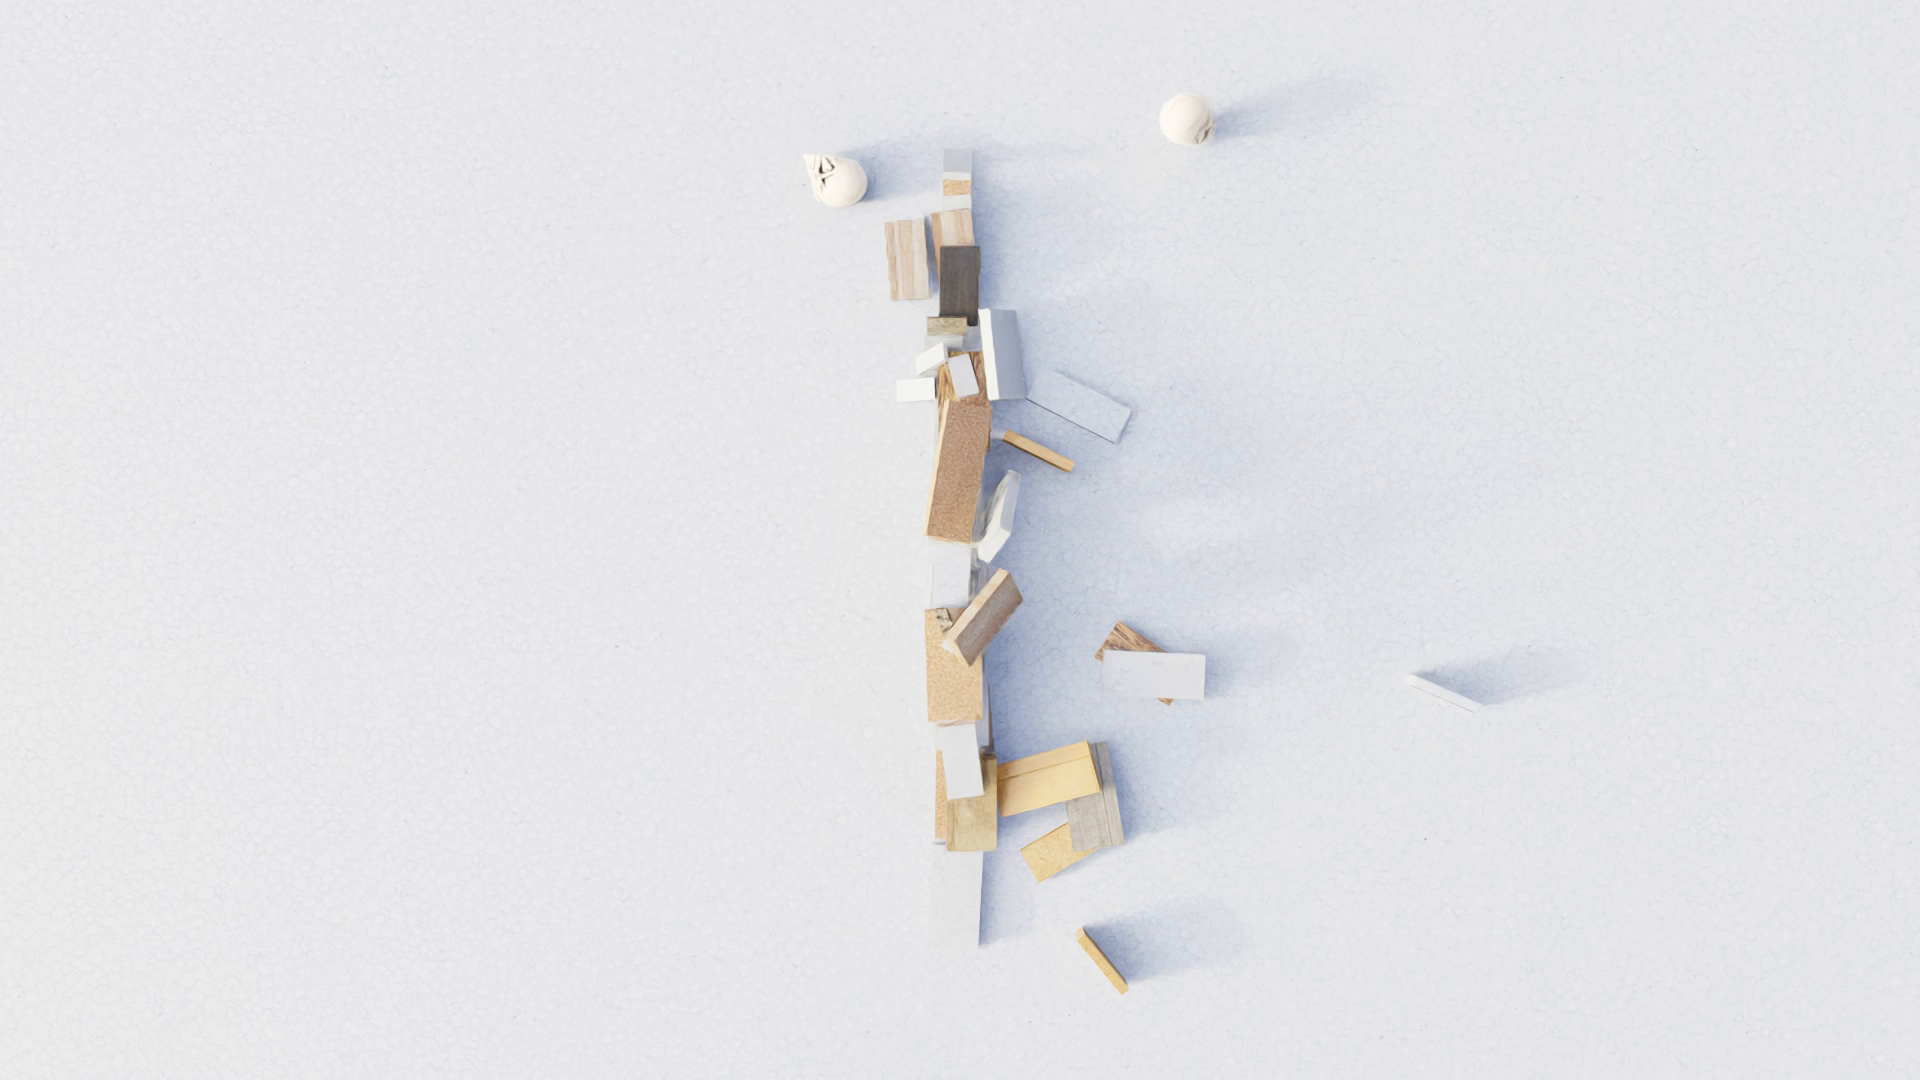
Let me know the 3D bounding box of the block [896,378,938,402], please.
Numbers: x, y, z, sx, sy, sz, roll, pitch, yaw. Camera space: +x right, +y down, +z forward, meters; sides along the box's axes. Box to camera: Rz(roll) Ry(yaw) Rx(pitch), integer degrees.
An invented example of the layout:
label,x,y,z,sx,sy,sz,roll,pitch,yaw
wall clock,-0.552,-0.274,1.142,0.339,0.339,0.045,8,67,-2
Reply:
label,x,y,z,sx,sy,sz,roll,pitch,yaw
block,-0.143,-0.497,5.458,0.142,0.020,0.071,-2,90,28

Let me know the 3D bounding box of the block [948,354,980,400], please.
label,x,y,z,sx,sy,sz,roll,pitch,yaw
block,0.011,-0.535,5.402,0.071,0.020,0.142,-13,73,-5

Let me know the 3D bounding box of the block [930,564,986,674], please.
label,x,y,z,sx,sy,sz,roll,pitch,yaw
block,-0.006,0.260,5.425,0.179,0.051,0.357,1,74,1

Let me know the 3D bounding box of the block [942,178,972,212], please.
label,x,y,z,sx,sy,sz,roll,pitch,yaw
block,-0.011,-1.113,5.487,0.094,0.027,0.187,1,90,0

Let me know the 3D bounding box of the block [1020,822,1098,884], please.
label,x,y,z,sx,sy,sz,roll,pitch,yaw
block,0.336,1.024,5.483,0.245,0.035,0.122,-30,90,0

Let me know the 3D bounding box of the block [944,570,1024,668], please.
label,x,y,z,sx,sy,sz,roll,pitch,yaw
block,0.078,0.249,5.238,0.042,0.147,0.294,22,62,38

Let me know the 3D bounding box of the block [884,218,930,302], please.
label,x,y,z,sx,sy,sz,roll,pitch,yaw
block,-0.176,-0.930,5.482,0.130,0.037,0.259,-5,90,0

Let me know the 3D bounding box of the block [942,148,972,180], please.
label,x,y,z,sx,sy,sz,roll,pitch,yaw
block,-0.009,-1.233,5.417,0.094,0.187,0.027,2,127,0

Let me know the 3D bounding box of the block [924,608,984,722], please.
label,x,y,z,sx,sy,sz,roll,pitch,yaw
block,-0.020,0.402,5.324,0.179,0.051,0.357,-2,94,1

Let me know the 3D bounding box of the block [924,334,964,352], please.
label,x,y,z,sx,sy,sz,roll,pitch,yaw
block,-0.055,-0.648,5.471,0.131,0.019,0.066,-2,133,0

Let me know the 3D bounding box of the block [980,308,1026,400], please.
label,x,y,z,sx,sy,sz,roll,pitch,yaw
block,0.140,-0.609,5.429,0.042,0.148,0.295,-6,90,39

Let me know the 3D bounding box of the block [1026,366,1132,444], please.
label,x,y,z,sx,sy,sz,roll,pitch,yaw
block,0.394,-0.450,5.483,0.331,0.035,0.122,27,90,0

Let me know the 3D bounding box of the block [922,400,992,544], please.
label,x,y,z,sx,sy,sz,roll,pitch,yaw
block,-0.007,-0.218,5.284,0.148,0.042,0.441,11,83,-15

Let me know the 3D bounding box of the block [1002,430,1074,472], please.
label,x,y,z,sx,sy,sz,roll,pitch,yaw
block,0.258,-0.292,5.439,0.245,0.122,0.035,26,90,0

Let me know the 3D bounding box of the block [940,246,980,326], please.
label,x,y,z,sx,sy,sz,roll,pitch,yaw
block,-0.003,-0.837,5.442,0.130,0.037,0.259,1,107,-2

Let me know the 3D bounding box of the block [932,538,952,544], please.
label,x,y,z,sx,sy,sz,roll,pitch,yaw
block,-0.028,-0.122,5.325,0.071,0.020,0.262,13,77,1

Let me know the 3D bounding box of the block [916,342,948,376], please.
label,x,y,z,sx,sy,sz,roll,pitch,yaw
block,-0.093,-0.597,5.439,0.131,0.019,0.066,-24,61,40

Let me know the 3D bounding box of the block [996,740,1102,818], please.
label,x,y,z,sx,sy,sz,roll,pitch,yaw
block,0.281,0.787,5.426,0.339,0.048,0.170,-17,80,12

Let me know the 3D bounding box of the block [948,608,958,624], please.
label,x,y,z,sx,sy,sz,roll,pitch,yaw
block,-0.026,0.262,5.280,0.045,0.013,0.090,-2,95,0

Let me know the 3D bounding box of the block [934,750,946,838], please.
label,x,y,z,sx,sy,sz,roll,pitch,yaw
block,0.000,0.827,5.477,0.162,0.046,0.325,1,90,0

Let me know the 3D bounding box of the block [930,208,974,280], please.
label,x,y,z,sx,sy,sz,roll,pitch,yaw
block,-0.016,-0.956,5.444,0.130,0.037,0.259,-7,107,0

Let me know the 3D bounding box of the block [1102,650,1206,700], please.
label,x,y,z,sx,sy,sz,roll,pitch,yaw
block,0.638,0.444,5.437,0.331,0.042,0.147,3,90,0

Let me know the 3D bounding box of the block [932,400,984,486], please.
label,x,y,z,sx,sy,sz,roll,pitch,yaw
block,-0.003,-0.344,5.427,0.167,0.047,0.335,1,72,0

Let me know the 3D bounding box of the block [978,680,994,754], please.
label,x,y,z,sx,sy,sz,roll,pitch,yaw
block,0.024,0.599,5.443,0.162,0.046,0.325,-4,78,0

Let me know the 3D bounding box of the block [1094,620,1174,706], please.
label,x,y,z,sx,sy,sz,roll,pitch,yaw
block,0.609,0.409,5.479,0.294,0.042,0.147,33,90,0

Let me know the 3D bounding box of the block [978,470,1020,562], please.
label,x,y,z,sx,sy,sz,roll,pitch,yaw
block,0.127,-0.078,5.306,0.042,0.295,0.148,26,129,-12

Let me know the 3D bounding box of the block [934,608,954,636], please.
label,x,y,z,sx,sy,sz,roll,pitch,yaw
block,-0.044,0.264,5.241,0.045,0.013,0.090,-20,94,30

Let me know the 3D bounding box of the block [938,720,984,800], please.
label,x,y,z,sx,sy,sz,roll,pitch,yaw
block,0.004,0.707,5.309,0.115,0.033,0.247,-7,104,1

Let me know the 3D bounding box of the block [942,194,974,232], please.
label,x,y,z,sx,sy,sz,roll,pitch,yaw
block,-0.005,-1.045,5.451,0.094,0.027,0.187,-4,107,2

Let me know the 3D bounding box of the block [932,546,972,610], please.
label,x,y,z,sx,sy,sz,roll,pitch,yaw
block,-0.026,0.114,5.368,0.115,0.033,0.230,4,82,0

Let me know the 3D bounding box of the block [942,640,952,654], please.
label,x,y,z,sx,sy,sz,roll,pitch,yaw
block,-0.014,0.318,5.271,0.045,0.013,0.090,39,108,-11

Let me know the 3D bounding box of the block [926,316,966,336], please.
label,x,y,z,sx,sy,sz,roll,pitch,yaw
block,-0.044,-0.707,5.452,0.131,0.019,0.066,-1,121,-1

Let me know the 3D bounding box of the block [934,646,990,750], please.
label,x,y,z,sx,sy,sz,roll,pitch,yaw
block,0.003,0.503,5.410,0.179,0.051,0.357,-1,74,1

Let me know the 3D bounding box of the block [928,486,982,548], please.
label,x,y,z,sx,sy,sz,roll,pitch,yaw
block,-0.012,-0.137,5.406,0.167,0.047,0.335,3,64,0

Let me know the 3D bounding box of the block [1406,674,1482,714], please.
label,x,y,z,sx,sy,sz,roll,pitch,yaw
block,1.595,0.508,5.442,0.230,0.115,0.033,24,90,0

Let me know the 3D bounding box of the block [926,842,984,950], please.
label,x,y,z,sx,sy,sz,roll,pitch,yaw
block,-0.016,1.181,5.476,0.170,0.048,0.339,3,90,0

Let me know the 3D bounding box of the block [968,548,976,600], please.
label,x,y,z,sx,sy,sz,roll,pitch,yaw
block,-0.008,0.078,5.434,0.115,0.033,0.230,4,68,2

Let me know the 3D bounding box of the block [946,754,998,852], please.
label,x,y,z,sx,sy,sz,roll,pitch,yaw
block,0.038,0.858,5.392,0.162,0.046,0.325,0,106,-1

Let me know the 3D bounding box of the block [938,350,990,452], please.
label,x,y,z,sx,sy,sz,roll,pitch,yaw
block,0.012,-0.456,5.413,0.167,0.047,0.335,-1,72,-1

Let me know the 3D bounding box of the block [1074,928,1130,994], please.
label,x,y,z,sx,sy,sz,roll,pitch,yaw
block,0.467,1.388,5.442,0.033,0.115,0.230,-39,90,0

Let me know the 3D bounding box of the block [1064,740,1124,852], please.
label,x,y,z,sx,sy,sz,roll,pitch,yaw
block,0.430,0.847,5.450,0.170,0.048,0.339,-9,81,0
